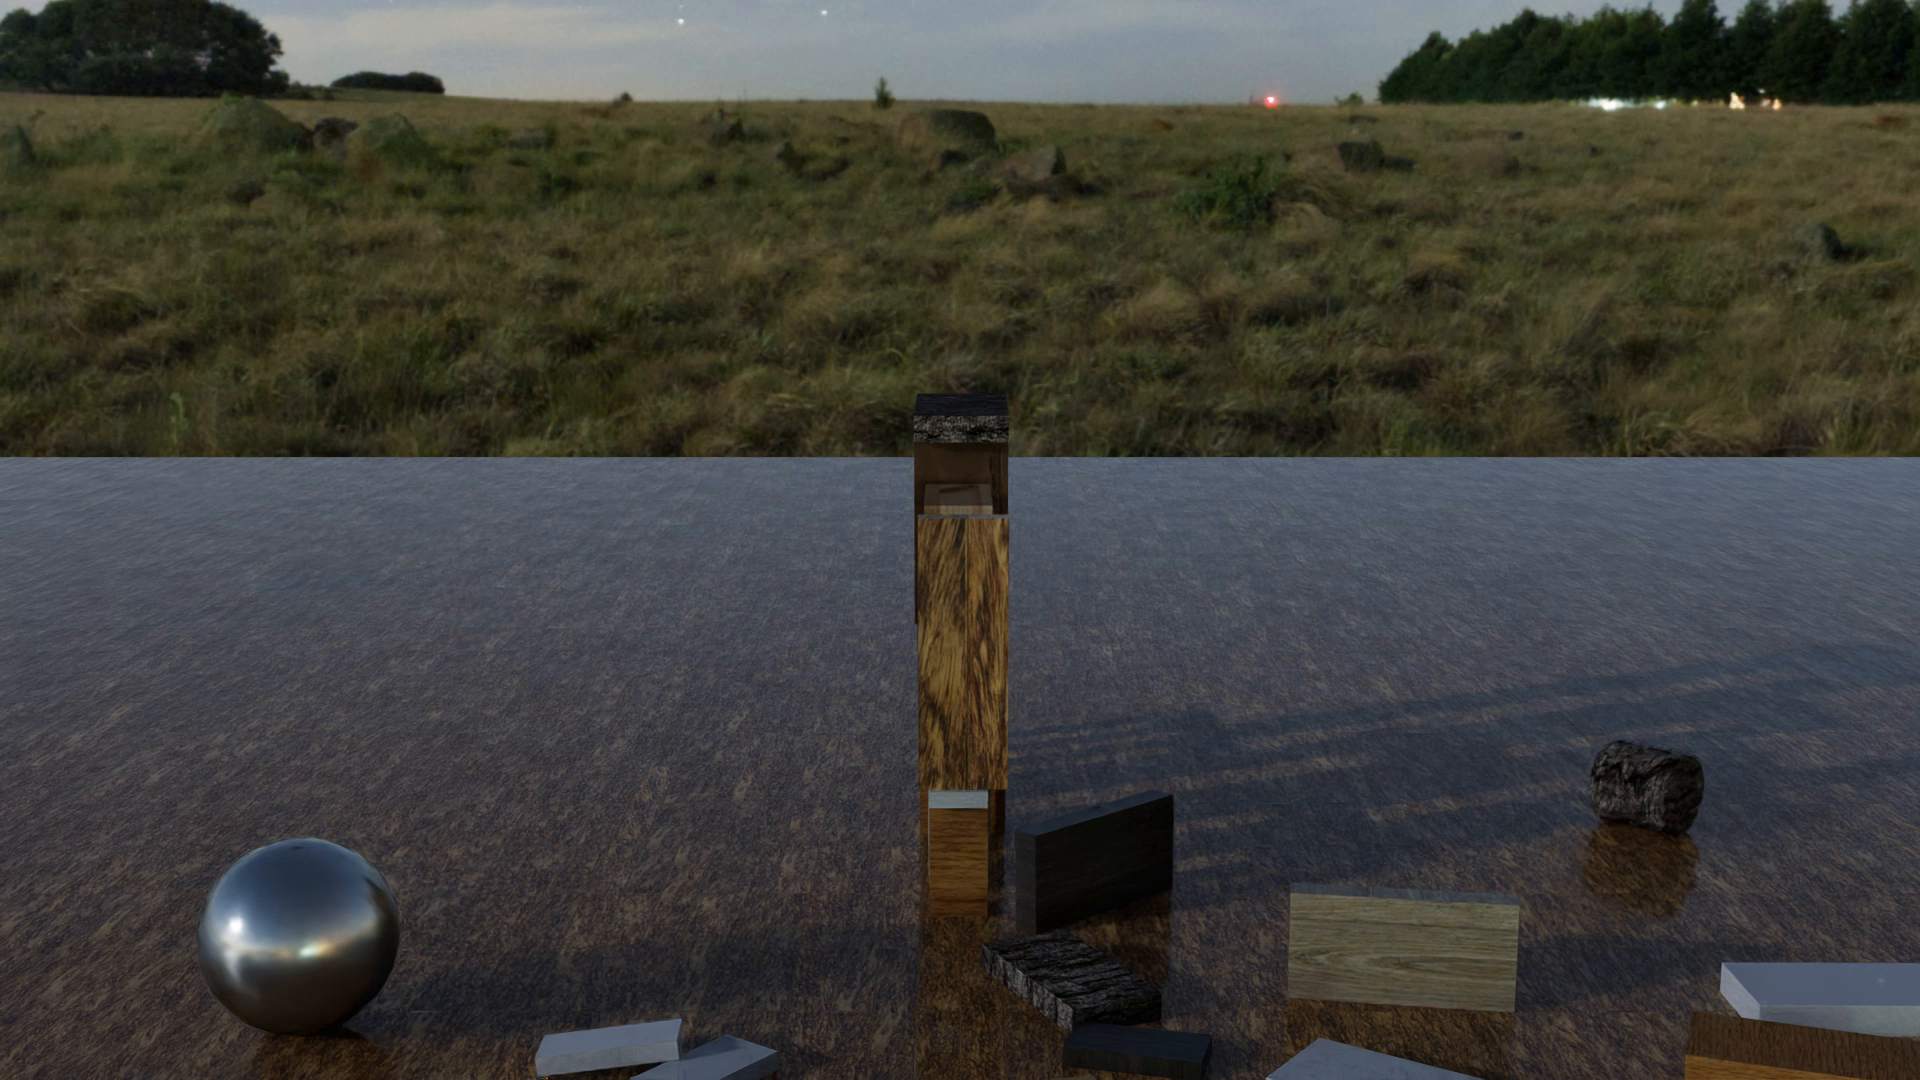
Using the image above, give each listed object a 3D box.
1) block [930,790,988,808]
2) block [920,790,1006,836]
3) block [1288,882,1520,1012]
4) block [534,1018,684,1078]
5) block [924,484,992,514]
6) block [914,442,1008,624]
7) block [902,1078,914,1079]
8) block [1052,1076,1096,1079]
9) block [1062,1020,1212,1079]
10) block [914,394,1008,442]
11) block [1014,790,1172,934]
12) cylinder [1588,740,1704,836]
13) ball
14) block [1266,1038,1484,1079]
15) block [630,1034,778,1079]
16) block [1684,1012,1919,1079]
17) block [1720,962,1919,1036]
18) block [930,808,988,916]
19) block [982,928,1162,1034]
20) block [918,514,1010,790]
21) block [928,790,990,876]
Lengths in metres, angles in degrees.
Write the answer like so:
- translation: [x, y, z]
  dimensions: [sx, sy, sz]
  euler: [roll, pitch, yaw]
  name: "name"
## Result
- translation: [-0.003, 0.398, 3.600]
  dimensions: [0.094, 0.027, 0.188]
  euler: [0, 11, 0]
  name: "block"
- translation: [0.004, 0.378, 3.968]
  dimensions: [0.153, 0.307, 0.043]
  euler: [0, 11, 0]
  name: "block"
- translation: [0.644, 0.593, 3.207]
  dimensions: [0.324, 0.162, 0.046]
  euler: [2, 11, 9]
  name: "block"
- translation: [-0.474, 0.689, 2.986]
  dimensions: [0.190, 0.027, 0.095]
  euler: [-7, 6, -2]
  name: "block"
- translation: [-0.003, -0.064, 3.888]
  dimensions: [0.118, 0.033, 0.236]
  euler: [0, 10, 0]
  name: "block"
- translation: [0.002, -0.018, 4.080]
  dimensions: [0.172, 0.345, 0.049]
  euler: [0, 11, 0]
  name: "block"
- translation: [-0.029, 0.727, 2.894]
  dimensions: [0.098, 0.014, 0.049]
  euler: [0, 11, 3]
  name: "block"
- translation: [-0.041, 0.740, 2.741]
  dimensions: [0.468, 0.045, 0.158]
  euler: [-2, 11, -11]
  name: "block"
- translation: [0.244, 0.699, 3.010]
  dimensions: [0.190, 0.027, 0.095]
  euler: [3, 11, 15]
  name: "block"
- translation: [0.002, -0.233, 4.158]
  dimensions: [0.172, 0.049, 0.345]
  euler: [0, 11, 0]
  name: "block"
- translation: [0.222, 0.522, 3.588]
  dimensions: [0.324, 0.162, 0.046]
  euler: [-10, 13, -42]
  name: "block"
- translation: [1.251, 0.452, 4.011]
  dimensions: [0.147, 0.147, 0.147]
  euler: [-10, 15, -44]
  name: "cylinder"
- translation: [-0.929, 0.557, 3.096]
  dimensions: [0.275, 0.275, 0.275]
  euler: [0, 11, 0]
  name: "ball"
- translation: [0.571, 0.723, 2.829]
  dimensions: [0.315, 0.045, 0.157]
  euler: [7, 13, 34]
  name: "block"
- translation: [-0.342, 0.713, 2.932]
  dimensions: [0.095, 0.027, 0.190]
  euler: [8, 13, 37]
  name: "block"
- translation: [1.139, 0.702, 2.943]
  dimensions: [0.315, 0.045, 0.158]
  euler: [4, 11, 20]
  name: "block"
- translation: [1.284, 0.660, 3.165]
  dimensions: [0.324, 0.046, 0.162]
  euler: [0, 11, 1]
  name: "block"
- translation: [-0.002, 0.515, 3.557]
  dimensions: [0.094, 0.188, 0.027]
  euler: [0, 11, 0]
  name: "block"
- translation: [0.161, 0.649, 3.240]
  dimensions: [0.143, 0.040, 0.285]
  euler: [-5, 12, -26]
  name: "block"
- translation: [0.005, 0.179, 3.497]
  dimensions: [0.143, 0.440, 0.040]
  euler: [0, 11, -2]
  name: "block"
- translation: [-0.001, 0.468, 3.749]
  dimensions: [0.105, 0.211, 0.030]
  euler: [0, 11, 0]
  name: "block"
